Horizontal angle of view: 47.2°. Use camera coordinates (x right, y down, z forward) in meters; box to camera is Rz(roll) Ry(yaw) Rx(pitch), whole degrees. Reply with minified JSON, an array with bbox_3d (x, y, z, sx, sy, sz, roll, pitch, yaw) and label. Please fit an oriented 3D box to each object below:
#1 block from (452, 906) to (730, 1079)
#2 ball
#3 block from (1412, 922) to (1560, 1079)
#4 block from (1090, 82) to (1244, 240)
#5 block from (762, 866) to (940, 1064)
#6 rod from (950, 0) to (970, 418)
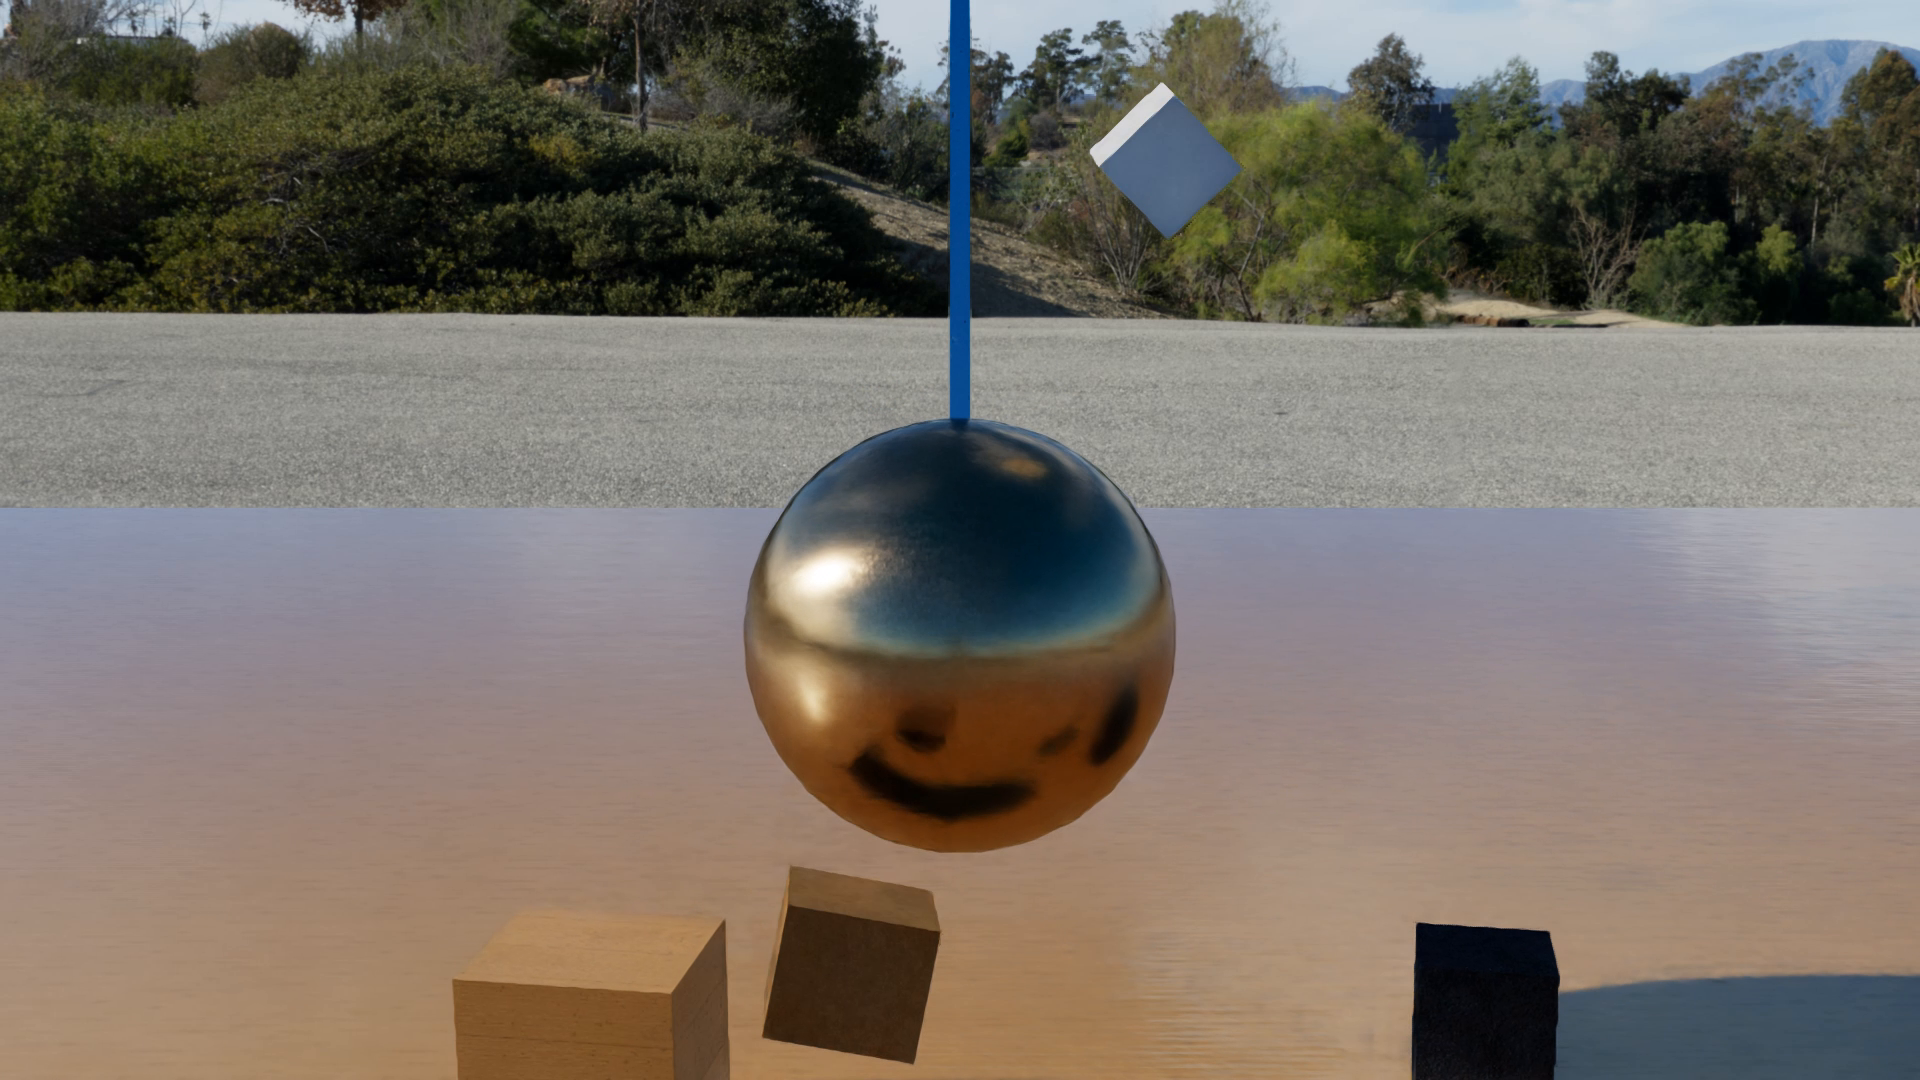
[{"bbox_3d":[-1.243,1.770,7.551,0.745,0.792,0.649,2,13,9],"label":"block"},{"bbox_3d":[0.000,0.351,8.127,1.600,1.600,1.600,0,10,0],"label":"ball"},{"bbox_3d":[1.941,1.786,8.174,0.490,0.560,0.472,2,10,10],"label":"block"},{"bbox_3d":[0.749,-1.391,8.048,0.367,0.370,0.354,-43,16,11],"label":"block"},{"bbox_3d":[-0.340,1.302,6.789,0.463,0.412,0.483,11,5,-5],"label":"block"},{"bbox_3d":[0.000,-2.835,9.314,0.080,5.200,0.080,0,-20,0],"label":"rod"}]
